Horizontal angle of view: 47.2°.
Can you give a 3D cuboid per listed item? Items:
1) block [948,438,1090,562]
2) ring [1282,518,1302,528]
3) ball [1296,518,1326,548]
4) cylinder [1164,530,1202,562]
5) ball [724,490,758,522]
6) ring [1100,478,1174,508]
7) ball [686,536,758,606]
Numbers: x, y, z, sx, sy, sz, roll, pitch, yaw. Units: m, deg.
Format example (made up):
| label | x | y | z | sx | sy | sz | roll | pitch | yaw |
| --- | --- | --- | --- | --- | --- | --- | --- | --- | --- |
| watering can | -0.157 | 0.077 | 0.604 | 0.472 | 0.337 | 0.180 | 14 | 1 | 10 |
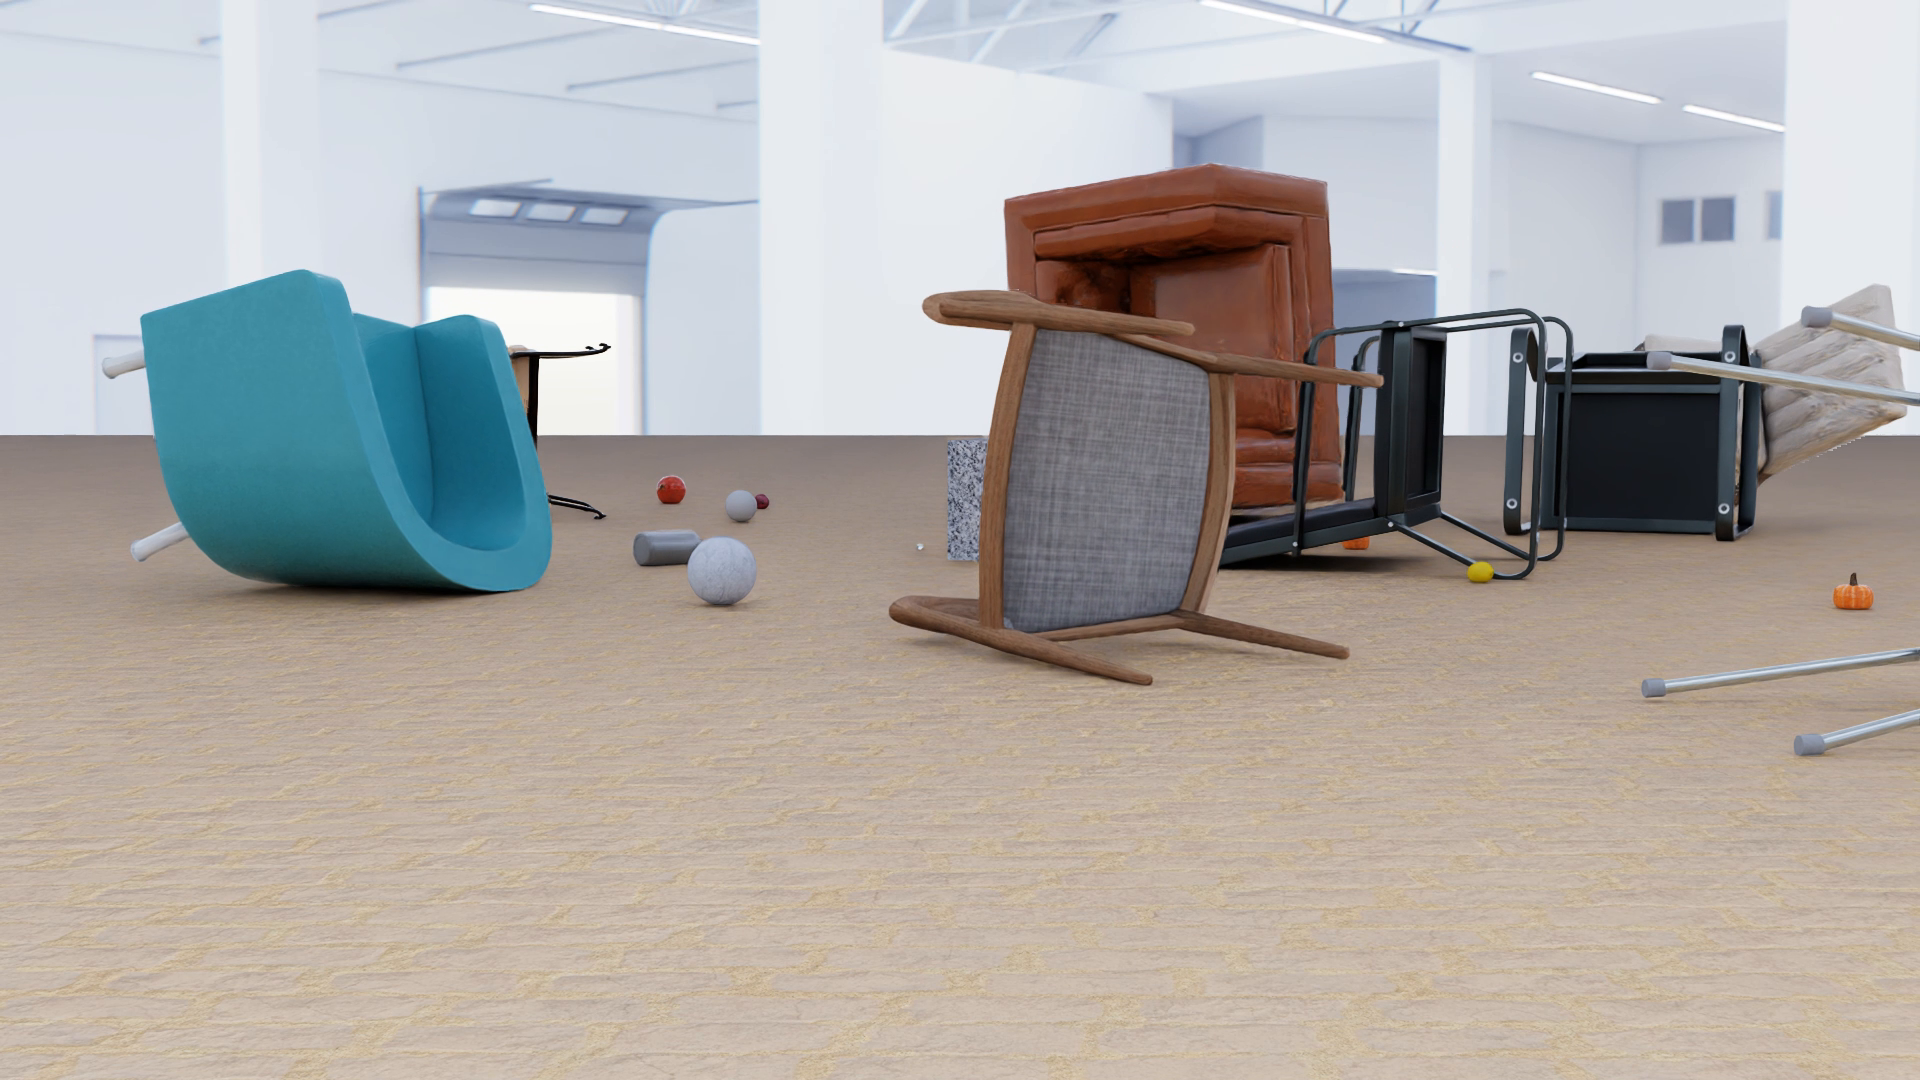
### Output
| label | x | y | z | sx | sy | sz | roll | pitch | yaw |
| --- | --- | --- | --- | --- | --- | --- | --- | --- | --- |
| block | 0.161 | -0.111 | 5.871 | 0.311 | 0.314 | 0.310 | 1 | 4 | 17 |
| ring | 1.084 | -0.056 | 7.166 | 0.061 | 0.028 | 0.081 | -2 | 4 | -12 |
| ball | 0.995 | -0.020 | 6.237 | 0.082 | 0.082 | 0.082 | 0 | 4 | 0 |
| cylinder | 0.580 | 0.021 | 5.735 | 0.089 | 0.067 | 0.085 | -21 | 17 | 22 |
| ball | -0.739 | -0.115 | 7.424 | 0.109 | 0.109 | 0.109 | 0 | 4 | 0 |
| ring | 0.677 | -0.180 | 8.425 | 0.283 | 0.105 | 0.204 | 0 | 2 | -6 |
| ball | -0.494 | 0.064 | 4.560 | 0.145 | 0.145 | 0.145 | 0 | 4 | 0 |
